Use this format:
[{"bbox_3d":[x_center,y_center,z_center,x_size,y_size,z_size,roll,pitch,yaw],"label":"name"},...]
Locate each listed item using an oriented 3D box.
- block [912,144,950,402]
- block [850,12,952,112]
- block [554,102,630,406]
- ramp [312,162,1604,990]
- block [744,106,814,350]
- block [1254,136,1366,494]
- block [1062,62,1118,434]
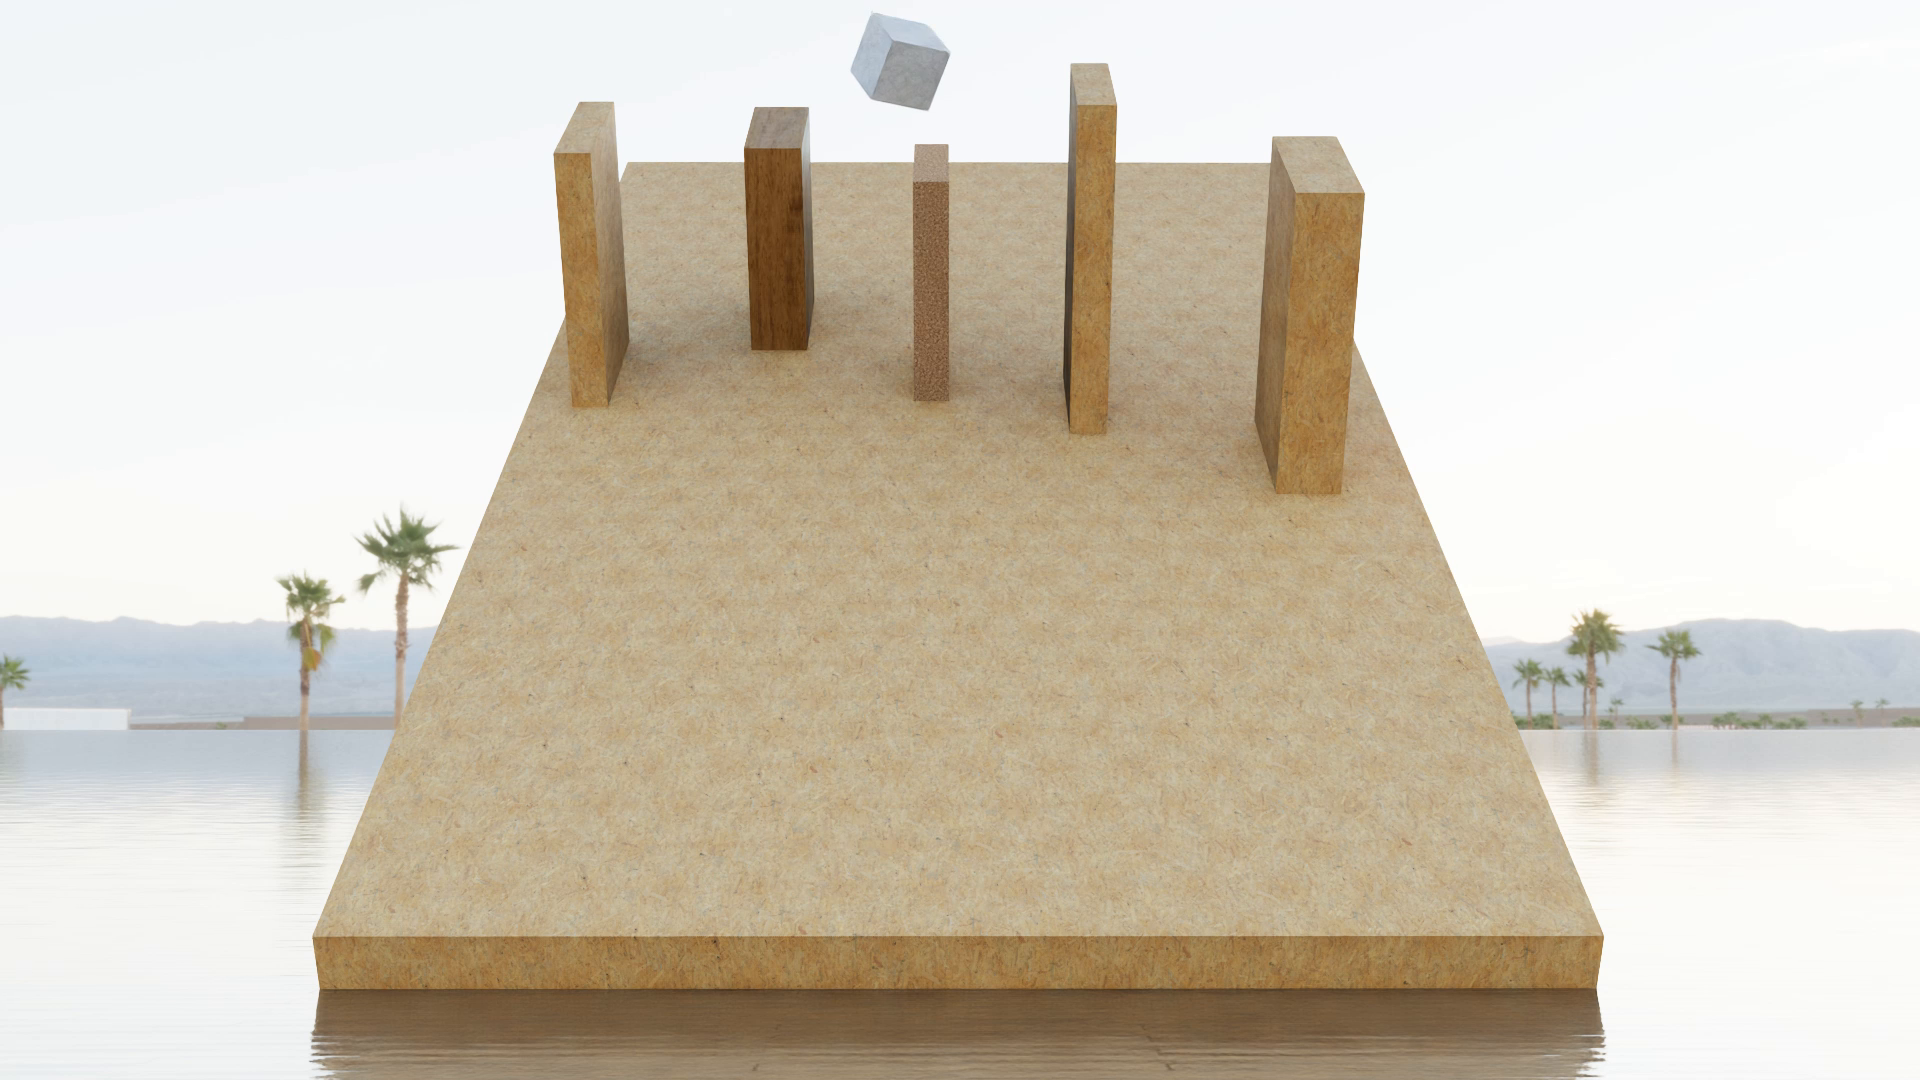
[{"bbox_3d":[-0.067,-0.631,5.565,0.082,0.536,0.292,0,26,0],"label":"block"},{"bbox_3d":[-0.178,-1.417,6.997,0.194,0.194,0.194,6,33,-29],"label":"block"},{"bbox_3d":[-0.865,-0.678,5.569,0.083,0.612,0.417,0,26,0],"label":"block"},{"bbox_3d":[-0.010,-0.228,5.467,2.000,0.100,4.000,0,26,0],"label":"ramp"},{"bbox_3d":[-0.447,-0.779,5.884,0.138,0.515,0.355,0,26,0],"label":"block"},{"bbox_3d":[0.752,-0.491,5.127,0.141,0.676,0.400,0,26,0],"label":"block"},{"bbox_3d":[0.293,-0.662,5.370,0.085,0.766,0.344,0,26,0],"label":"block"}]
